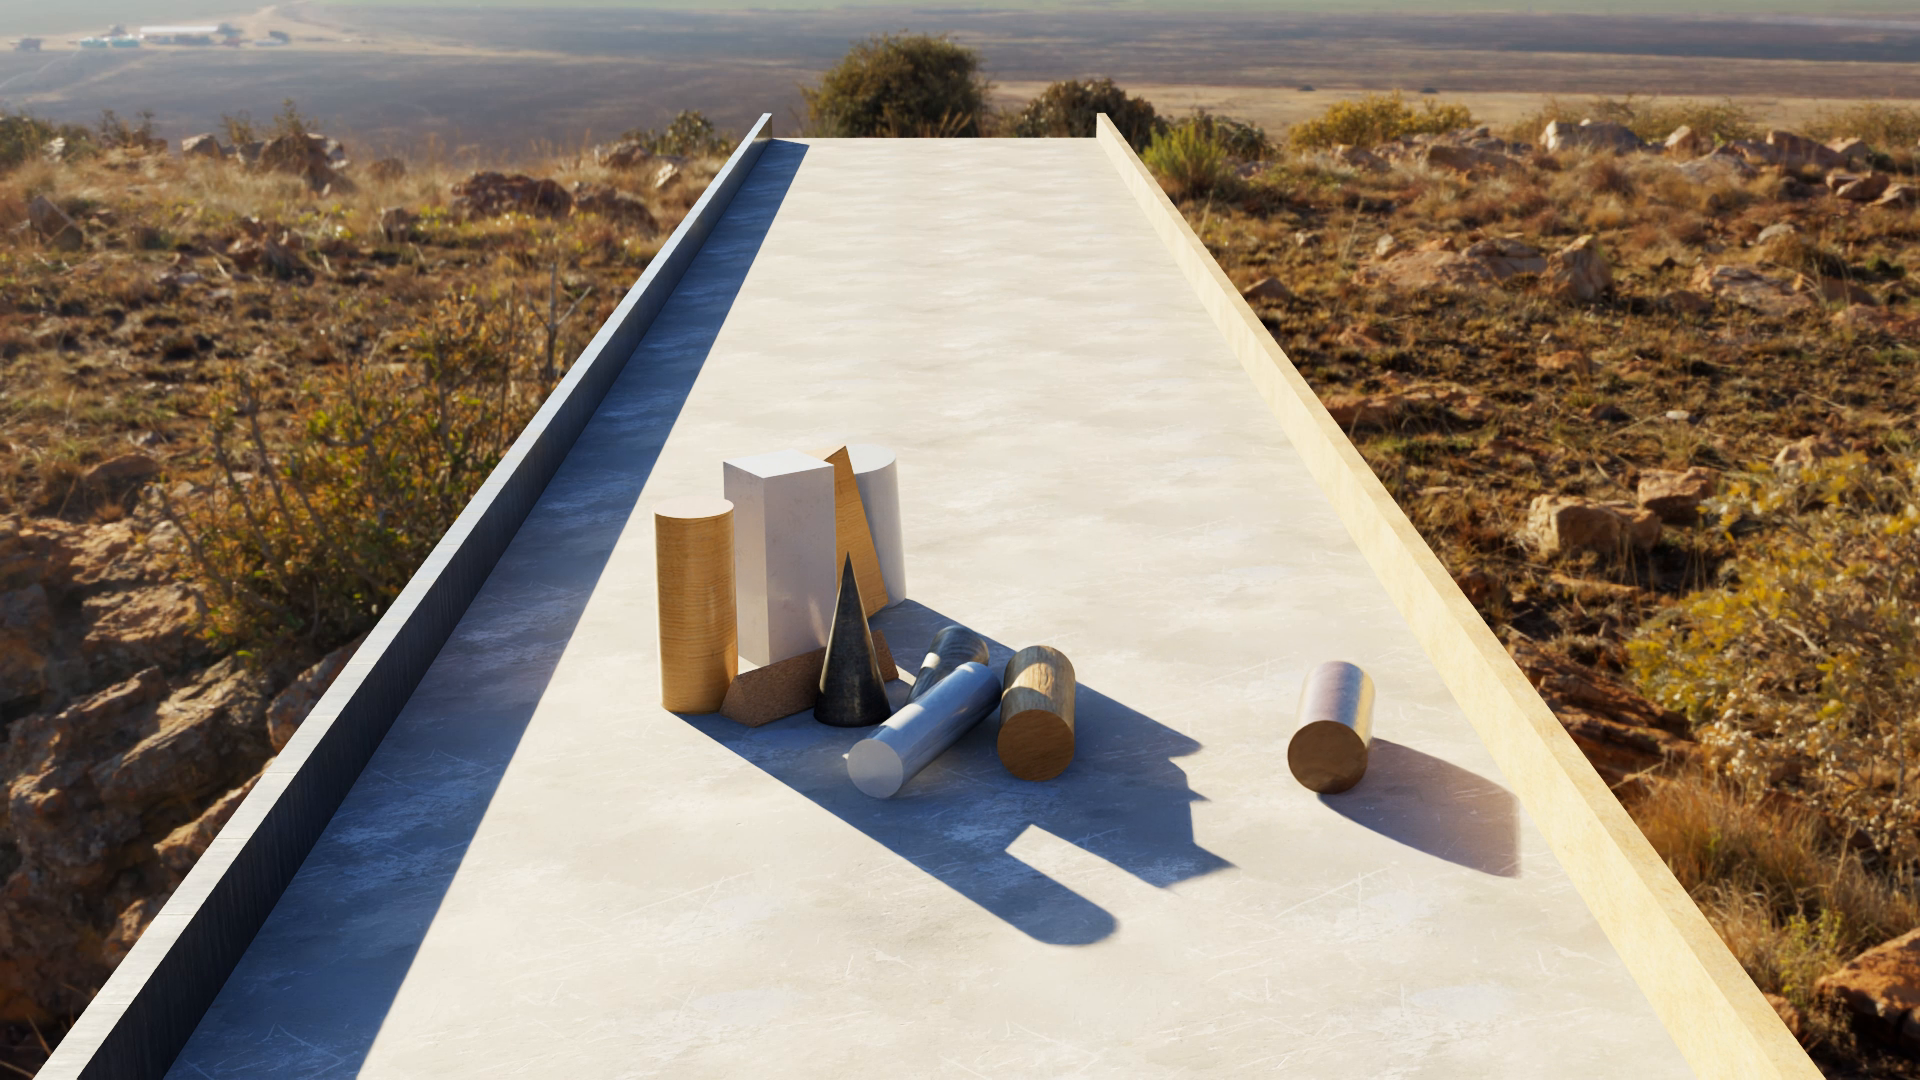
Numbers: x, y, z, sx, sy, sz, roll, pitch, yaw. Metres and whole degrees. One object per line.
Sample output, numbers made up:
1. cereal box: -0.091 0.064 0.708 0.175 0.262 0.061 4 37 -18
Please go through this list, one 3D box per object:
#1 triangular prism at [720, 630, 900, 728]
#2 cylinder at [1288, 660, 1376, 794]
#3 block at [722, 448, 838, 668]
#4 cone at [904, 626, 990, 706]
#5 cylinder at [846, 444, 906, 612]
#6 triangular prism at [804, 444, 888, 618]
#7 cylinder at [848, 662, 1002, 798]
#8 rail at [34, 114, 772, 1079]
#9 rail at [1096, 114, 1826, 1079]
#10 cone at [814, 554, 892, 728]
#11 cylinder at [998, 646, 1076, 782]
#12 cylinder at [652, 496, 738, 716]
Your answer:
1. triangular prism: -0.286 0.255 4.206 0.101 0.088 0.374 15 22 42
2. cylinder: 0.660 0.327 3.890 0.136 0.136 0.314 4 17 12
3. block: -0.357 0.039 4.392 0.160 0.399 0.160 -12 20 -33
4. cone: -0.070 0.304 4.100 0.118 0.118 0.425 6 25 19
5. cylinder: -0.214 -0.025 4.716 0.179 0.319 0.179 -3 23 1
6. triangular prism: -0.286 -0.005 4.593 0.128 0.365 0.148 4 28 38
7. cylinder: -0.057 0.333 3.917 0.107 0.107 0.422 7 18 23
8. rail: -1.118 -0.838 7.780 0.050 0.150 12.000 0 17 -1
9. rail: 0.932 -0.844 7.801 0.050 0.150 12.000 0 17 -1
10. cone: -0.204 0.171 4.083 0.147 0.322 0.147 -1 17 0
11. cylinder: 0.140 0.307 3.957 0.134 0.134 0.334 1 17 3
12. cylinder: -0.497 0.123 4.141 0.152 0.384 0.152 0 17 0
